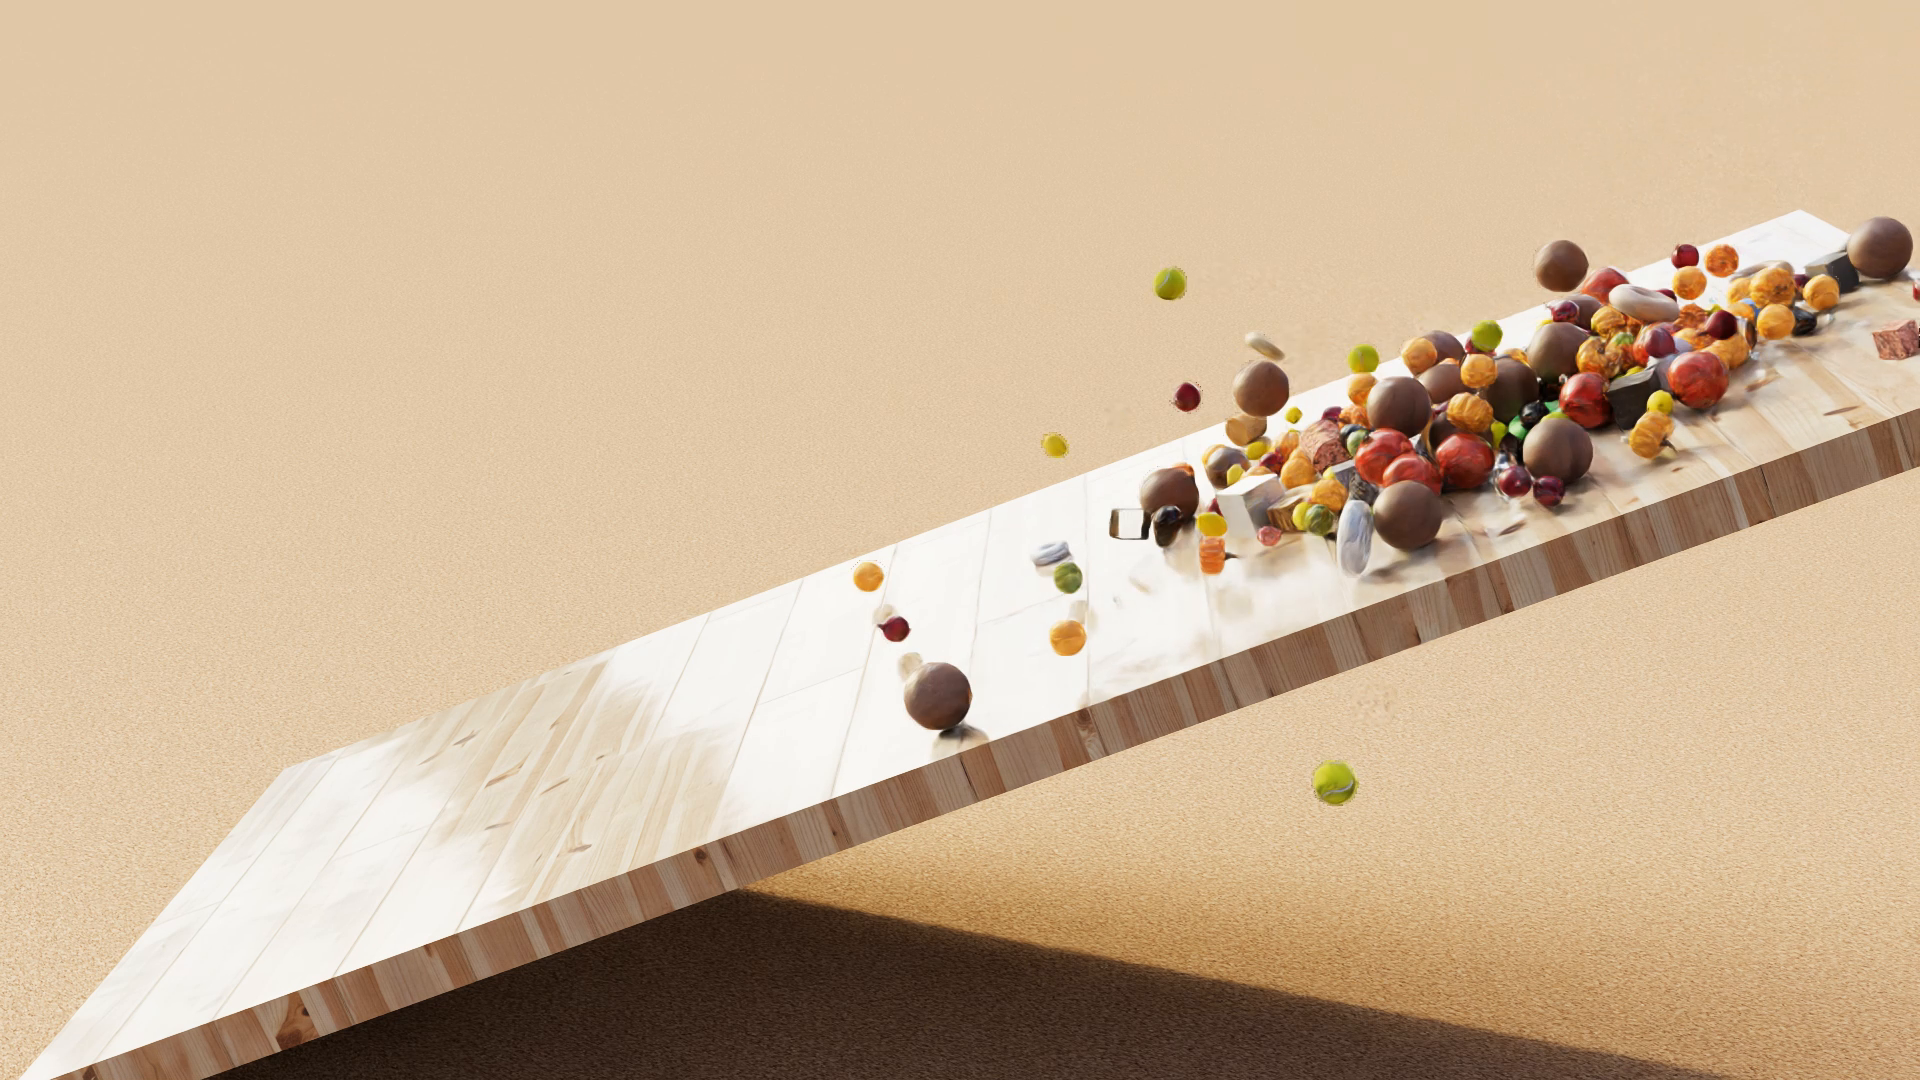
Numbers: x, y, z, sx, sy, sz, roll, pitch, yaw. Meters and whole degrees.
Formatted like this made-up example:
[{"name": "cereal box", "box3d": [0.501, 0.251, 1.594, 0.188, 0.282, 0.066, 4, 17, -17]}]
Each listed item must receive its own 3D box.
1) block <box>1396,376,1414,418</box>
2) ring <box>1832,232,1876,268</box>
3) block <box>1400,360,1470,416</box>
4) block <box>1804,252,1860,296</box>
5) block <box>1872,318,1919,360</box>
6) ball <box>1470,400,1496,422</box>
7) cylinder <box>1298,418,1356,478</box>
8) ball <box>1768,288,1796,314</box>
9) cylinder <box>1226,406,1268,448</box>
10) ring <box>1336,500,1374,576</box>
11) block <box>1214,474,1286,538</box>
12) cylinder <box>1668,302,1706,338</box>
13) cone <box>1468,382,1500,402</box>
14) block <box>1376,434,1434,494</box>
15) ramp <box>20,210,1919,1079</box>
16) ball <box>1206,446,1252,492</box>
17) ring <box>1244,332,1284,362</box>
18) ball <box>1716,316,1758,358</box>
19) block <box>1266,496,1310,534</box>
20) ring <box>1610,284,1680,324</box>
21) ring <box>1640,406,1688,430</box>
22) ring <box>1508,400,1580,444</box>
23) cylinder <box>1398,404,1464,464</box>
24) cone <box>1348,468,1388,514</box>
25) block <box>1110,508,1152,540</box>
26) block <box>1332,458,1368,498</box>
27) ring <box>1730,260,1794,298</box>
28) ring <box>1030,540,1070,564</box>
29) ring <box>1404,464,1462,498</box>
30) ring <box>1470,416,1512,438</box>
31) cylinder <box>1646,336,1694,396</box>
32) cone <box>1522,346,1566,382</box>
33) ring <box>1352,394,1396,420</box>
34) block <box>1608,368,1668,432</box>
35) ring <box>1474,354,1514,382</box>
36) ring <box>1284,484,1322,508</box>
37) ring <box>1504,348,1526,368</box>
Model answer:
[{"name": "block", "box3d": [1.016, -0.316, 6.460, 0.079, 0.079, 0.079, -21, 12, 1]}, {"name": "ring", "box3d": [1.880, -0.604, 6.201, 0.112, 0.112, 0.037, -11, 56, -40]}, {"name": "block", "box3d": [1.024, -0.316, 6.340, 0.096, 0.096, 0.096, -24, -6, -12]}, {"name": "block", "box3d": [1.814, -0.552, 6.121, 0.070, 0.070, 0.070, -26, 12, -19]}, {"name": "block", "box3d": [1.744, -0.373, 5.468, 0.057, 0.057, 0.057, -29, 14, -31]}, {"name": "ball", "box3d": [1.092, -0.263, 6.147, 0.055, 0.055, 0.055, 0, 13, 0]}, {"name": "cylinder", "box3d": [0.773, -0.193, 6.202, 0.091, 0.091, 0.091, -7, 44, -26]}, {"name": "ball", "box3d": [1.705, -0.497, 6.103, 0.054, 0.054, 0.054, 0, 13, 0]}, {"name": "cylinder", "box3d": [0.668, -0.263, 6.859, 0.071, 0.071, 0.071, -33, 30, -32]}, {"name": "ring", "box3d": [0.726, -0.004, 5.409, 0.047, 0.142, 0.142, -3, 11, 24]}, {"name": "block", "box3d": [0.603, -0.069, 6.039, 0.097, 0.097, 0.097, -27, 13, -26]}, {"name": "cylinder", "box3d": [1.536, -0.464, 6.223, 0.057, 0.057, 0.057, -28, -4, 33]}, {"name": "cone", "box3d": [1.116, -0.315, 6.207, 0.063, 0.063, 0.063, -37, 2, 20]}, {"name": "block", "box3d": [0.898, -0.153, 5.926, 0.084, 0.084, 0.084, -17, 13, 23]}, {"name": "ramp", "box3d": [0.120, 0.175, 6.293, 4.000, 0.100, 2.000, -20, 12, 7]}, {"name": "ball", "box3d": [0.588, -0.154, 6.442, 0.100, 0.100, 0.100, 0, 13, 0]}, {"name": "ring", "box3d": [0.708, -0.447, 6.830, 0.104, 0.035, 0.104, 31, 7, -4]}, {"name": "ball", "box3d": [1.557, -0.407, 5.895, 0.081, 0.081, 0.081, 0, 13, 0]}, {"name": "block", "box3d": [0.664, -0.050, 5.951, 0.055, 0.055, 0.055, -9, 17, 47]}, {"name": "ring", "box3d": [1.407, -0.484, 6.043, 0.148, 0.049, 0.148, 14, 18, -5]}, {"name": "ring", "box3d": [1.348, -0.232, 5.625, 0.091, 0.030, 0.091, 7, 17, -2]}, {"name": "ring", "box3d": [1.171, -0.236, 5.897, 0.149, 0.050, 0.149, -21, 12, 5]}, {"name": "cylinder", "box3d": [0.960, -0.209, 5.995, 0.095, 0.095, 0.095, -33, 10, 7]}, {"name": "cone", "box3d": [0.797, -0.103, 5.862, 0.092, 0.092, 0.092, -21, 12, 4]}, {"name": "block", "box3d": [0.361, -0.034, 6.255, 0.064, 0.064, 0.064, 0, 8, -24]}, {"name": "block", "box3d": [0.804, -0.128, 6.041, 0.059, 0.059, 0.059, -21, 12, 4]}, {"name": "ring", "box3d": [1.739, -0.567, 6.379, 0.144, 0.048, 0.144, -21, 13, 5]}, {"name": "ring", "box3d": [0.198, 0.027, 6.498, 0.093, 0.031, 0.093, -21, 13, 5]}, {"name": "ring", "box3d": [0.932, -0.116, 5.799, 0.120, 0.040, 0.120, -16, 15, 5]}, {"name": "ring", "box3d": [1.091, -0.231, 6.022, 0.090, 0.030, 0.090, -3, 16, 1]}, {"name": "cylinder", "box3d": [1.403, -0.343, 5.816, 0.085, 0.085, 0.085, 6, 44, 23]}, {"name": "cone", "box3d": [1.245, -0.396, 6.319, 0.082, 0.082, 0.082, 29, 16, 1]}, {"name": "ring", "box3d": [0.937, -0.301, 6.644, 0.105, 0.035, 0.105, -20, 12, 5]}, {"name": "block", "box3d": [1.317, -0.272, 5.714, 0.084, 0.084, 0.084, -16, 13, 26]}, {"name": "ring", "box3d": [1.150, -0.371, 6.338, 0.092, 0.031, 0.092, -22, -12, -5]}, {"name": "ring", "box3d": [0.701, -0.084, 6.091, 0.103, 0.034, 0.103, -20, 13, 5]}, {"name": "ring", "box3d": [1.218, -0.399, 6.549, 0.091, 0.030, 0.091, -24, -8, -4]}]
